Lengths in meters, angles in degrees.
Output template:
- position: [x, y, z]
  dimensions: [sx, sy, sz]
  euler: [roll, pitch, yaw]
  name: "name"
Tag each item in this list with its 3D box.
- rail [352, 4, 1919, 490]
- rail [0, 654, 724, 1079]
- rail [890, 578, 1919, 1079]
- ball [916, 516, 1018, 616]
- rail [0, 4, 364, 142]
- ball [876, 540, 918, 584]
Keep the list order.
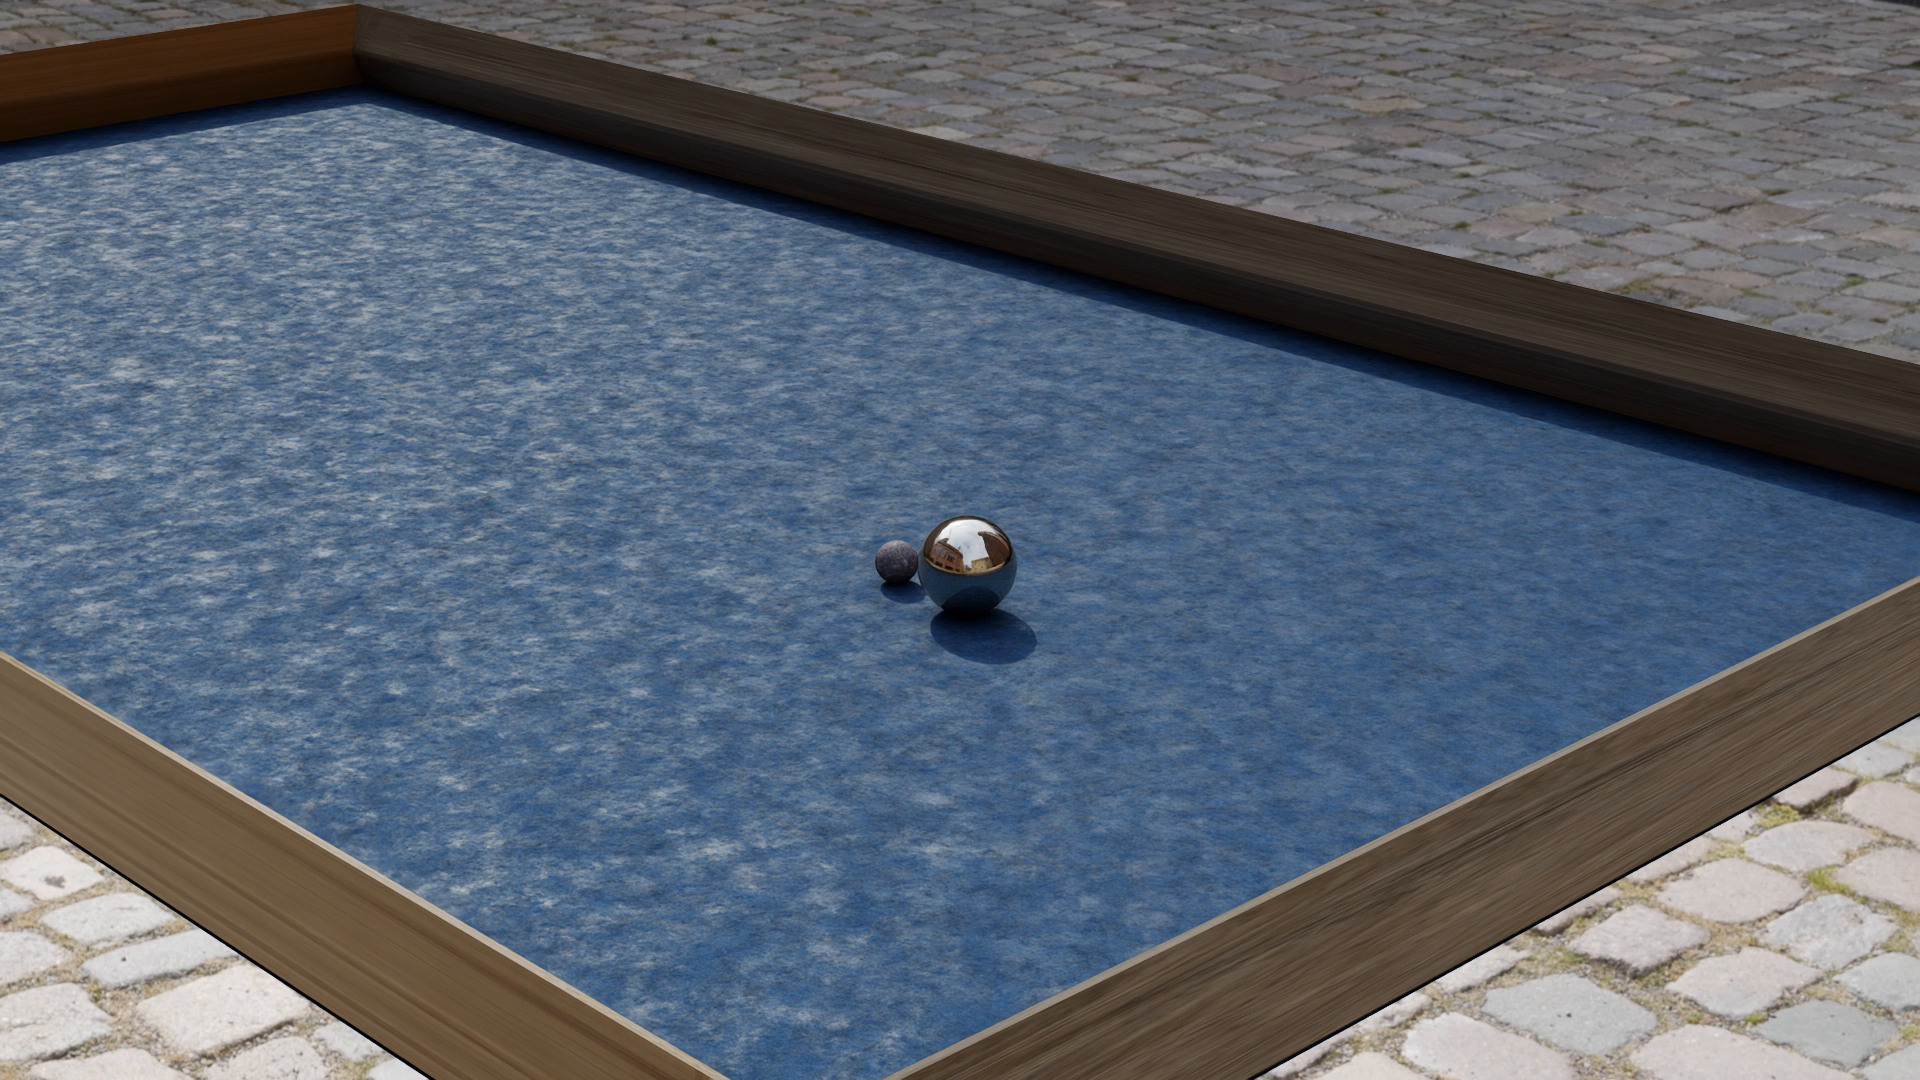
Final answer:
- position: [0.071, -0.423, 3.779]
  dimensions: [0.045, 0.128, 3.109]
  euler: [-18, 27, -40]
  name: "rail"
- position: [-1.146, -0.018, 2.688]
  dimensions: [0.045, 0.128, 3.109]
  euler: [-18, 27, -40]
  name: "rail"
- position: [0.521, 0.164, 2.196]
  dimensions: [1.731, 0.128, 0.045]
  euler: [-18, 27, -40]
  name: "rail"
- position: [0.006, 0.023, 2.635]
  dimensions: [0.090, 0.090, 0.090]
  euler: [0, 20, 0]
  name: "ball"
- position: [-1.596, -0.605, 4.271]
  dimensions: [1.731, 0.128, 0.045]
  euler: [-18, 27, -40]
  name: "rail"
- position: [-0.058, 0.020, 2.714]
  dimensions: [0.040, 0.040, 0.040]
  euler: [0, 20, 0]
  name: "ball"
